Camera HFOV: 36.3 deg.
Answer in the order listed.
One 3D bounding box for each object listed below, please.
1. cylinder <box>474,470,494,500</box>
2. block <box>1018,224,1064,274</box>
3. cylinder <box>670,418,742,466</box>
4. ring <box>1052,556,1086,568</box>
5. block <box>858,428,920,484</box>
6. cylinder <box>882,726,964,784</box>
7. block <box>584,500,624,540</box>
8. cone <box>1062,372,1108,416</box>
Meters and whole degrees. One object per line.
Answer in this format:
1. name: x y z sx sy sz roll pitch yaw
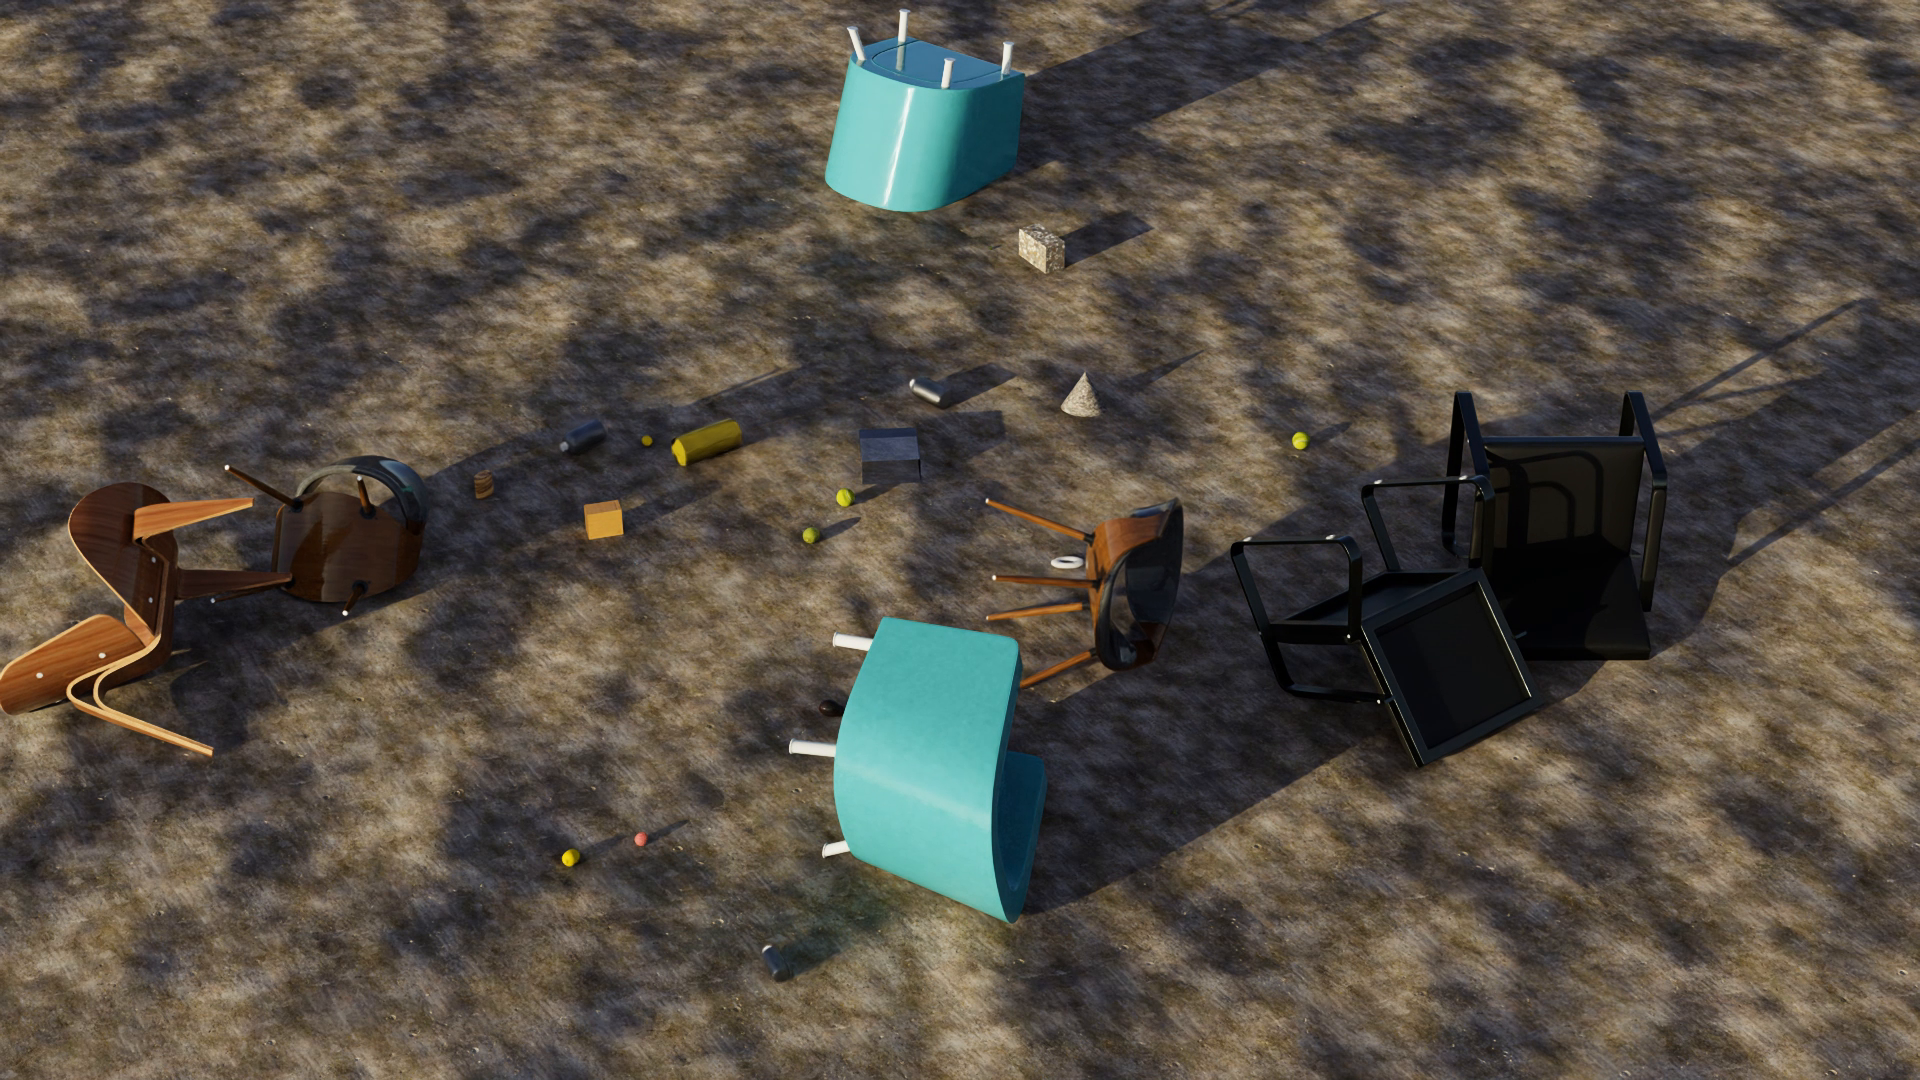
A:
1. cylinder: -1.815 -0.210 11.177 0.044 0.095 0.081 26 41 33
2. block: 0.356 -1.269 12.755 0.099 0.127 0.209 -19 38 -27
3. cylinder: -0.986 -0.381 11.420 0.256 0.113 0.116 -22 82 -29
4. ring: 0.398 0.083 10.798 0.127 0.023 0.062 -2 35 -4
5. block: -0.272 -0.326 11.343 0.224 0.105 0.236 -3 33 -4
6. cylinder: -0.122 0.716 9.761 0.193 0.107 0.194 22 41 33
7. block: -1.332 -0.076 10.961 0.129 0.109 0.071 -9 34 -14
8. cone: 0.498 -0.600 11.705 0.186 0.165 0.143 5 34 7
